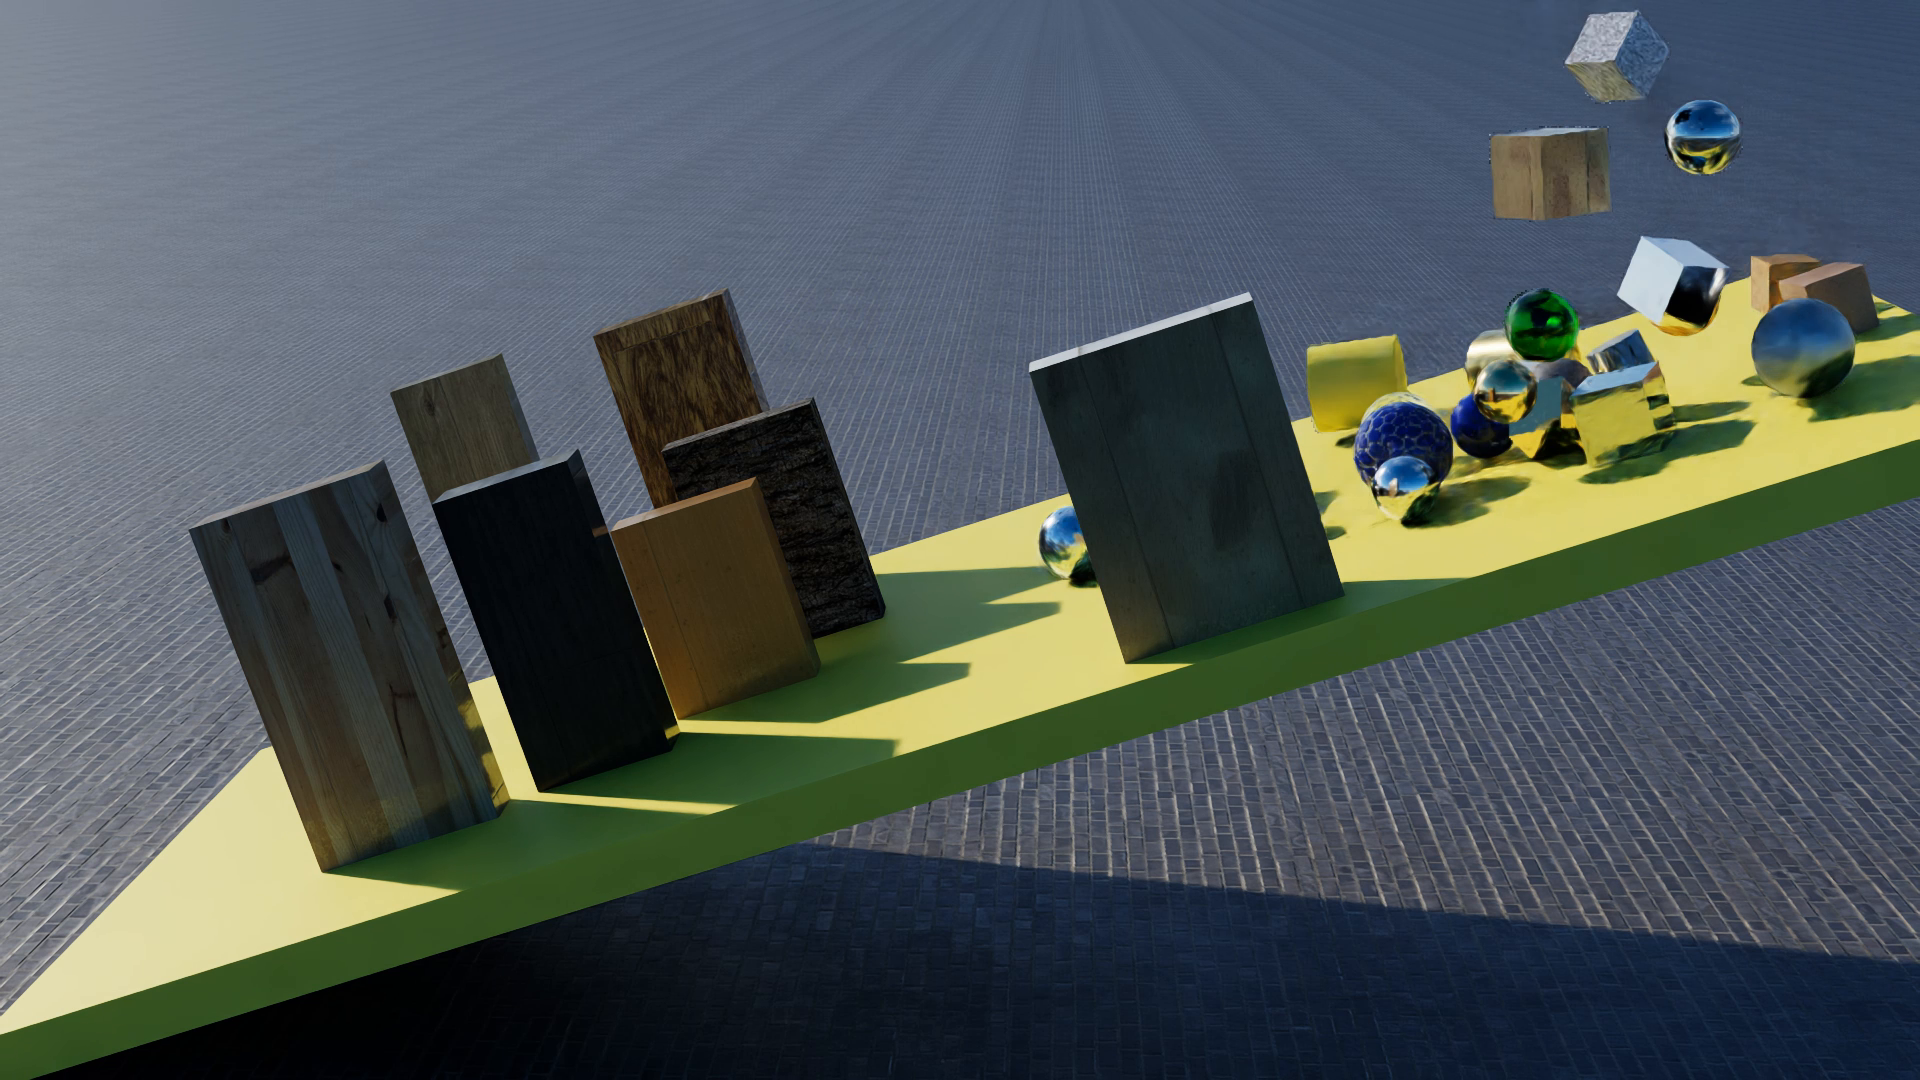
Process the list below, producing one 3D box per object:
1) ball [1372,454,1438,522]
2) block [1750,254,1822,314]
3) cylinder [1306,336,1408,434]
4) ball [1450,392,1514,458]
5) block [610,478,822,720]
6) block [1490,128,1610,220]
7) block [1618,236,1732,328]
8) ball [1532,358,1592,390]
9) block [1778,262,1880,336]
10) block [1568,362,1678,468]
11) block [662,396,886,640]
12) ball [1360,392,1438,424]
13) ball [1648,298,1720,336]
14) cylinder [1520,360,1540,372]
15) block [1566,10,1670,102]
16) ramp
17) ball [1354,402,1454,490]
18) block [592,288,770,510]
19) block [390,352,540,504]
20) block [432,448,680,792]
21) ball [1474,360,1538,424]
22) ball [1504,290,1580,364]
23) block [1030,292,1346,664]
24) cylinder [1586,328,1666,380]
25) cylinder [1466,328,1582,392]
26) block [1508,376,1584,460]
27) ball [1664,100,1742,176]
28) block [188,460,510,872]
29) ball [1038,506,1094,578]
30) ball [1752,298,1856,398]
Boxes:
[{"bbox_3d":[0.877,-0.102,5.793,0.132,0.132,0.132,0,12,0],"label":"ball"},{"bbox_3d":[1.801,-0.557,6.415,0.113,0.113,0.113,-4,14,-4],"label":"block"},{"bbox_3d":[0.916,-0.358,6.764,0.201,0.201,0.201,-7,10,16],"label":"cylinder"},{"bbox_3d":[1.088,-0.240,6.103,0.142,0.142,0.142,0,12,0],"label":"ball"},{"bbox_3d":[-0.514,0.124,6.221,0.312,0.428,0.113,-18,11,6],"label":"block"},{"bbox_3d":[1.237,-0.769,6.162,0.171,0.171,0.171,-10,12,-25],"label":"block"},{"bbox_3d":[1.398,-0.504,5.760,0.129,0.129,0.129,0,31,-33],"label":"block"},{"bbox_3d":[1.251,-0.302,6.117,0.151,0.151,0.151,0,12,0],"label":"ball"},{"bbox_3d":[1.821,-0.495,6.164,0.134,0.134,0.134,-19,11,-5],"label":"block"},{"bbox_3d":[1.299,-0.246,5.756,0.147,0.147,0.147,-13,12,29],"label":"block"},{"bbox_3d":[-0.413,-0.022,6.571,0.347,0.507,0.104,-18,11,6],"label":"block"},{"bbox_3d":[0.931,-0.226,6.213,0.175,0.175,0.175,0,12,0],"label":"ball"},{"bbox_3d":[1.499,-0.500,6.108,0.155,0.155,0.155,0,12,0],"label":"ball"},{"bbox_3d":[1.219,-0.313,6.263,0.138,0.138,0.138,-6,4,-27],"label":"cylinder"},{"bbox_3d":[1.297,-0.953,5.804,0.122,0.122,0.122,40,-19,-34],"label":"block"},{"bbox_3d":[0.104,0.182,6.308,4.000,0.100,2.000,-18,11,6],"label":"ramp"},{"bbox_3d":[0.898,-0.179,5.957,0.202,0.202,0.202,0,12,0],"label":"ball"},{"bbox_3d":[-0.599,-0.198,7.118,0.325,0.751,0.139,-18,11,6],"label":"block"},{"bbox_3d":[-1.071,-0.020,6.910,0.258,0.793,0.092,-18,11,6],"label":"block"},{"bbox_3d":[-0.818,0.164,5.990,0.289,0.629,0.145,-18,11,6],"label":"block"},{"bbox_3d":[1.071,-0.291,5.772,0.126,0.126,0.126,0,12,0],"label":"ball"},{"bbox_3d":[1.174,-0.431,5.934,0.149,0.149,0.149,0,12,0],"label":"ball"},{"bbox_3d":[0.418,-0.113,5.427,0.424,0.574,0.118,-18,11,6],"label":"block"},{"bbox_3d":[1.358,-0.351,6.003,0.118,0.118,0.118,-29,4,2],"label":"cylinder"},{"bbox_3d":[1.239,-0.381,6.465,0.178,0.178,0.178,-8,3,-35],"label":"cylinder"},{"bbox_3d":[1.181,-0.244,5.914,0.113,0.113,0.113,-12,-31,34],"label":"block"},{"bbox_3d":[1.467,-0.795,5.806,0.148,0.148,0.148,0,12,0],"label":"ball"},{"bbox_3d":[-1.220,0.254,5.906,0.382,0.743,0.130,-18,11,6],"label":"block"},{"bbox_3d":[0.244,0.004,6.275,0.156,0.156,0.156,0,12,0],"label":"ball"},{"bbox_3d":[1.633,-0.372,5.695,0.195,0.195,0.195,0,12,0],"label":"ball"}]
